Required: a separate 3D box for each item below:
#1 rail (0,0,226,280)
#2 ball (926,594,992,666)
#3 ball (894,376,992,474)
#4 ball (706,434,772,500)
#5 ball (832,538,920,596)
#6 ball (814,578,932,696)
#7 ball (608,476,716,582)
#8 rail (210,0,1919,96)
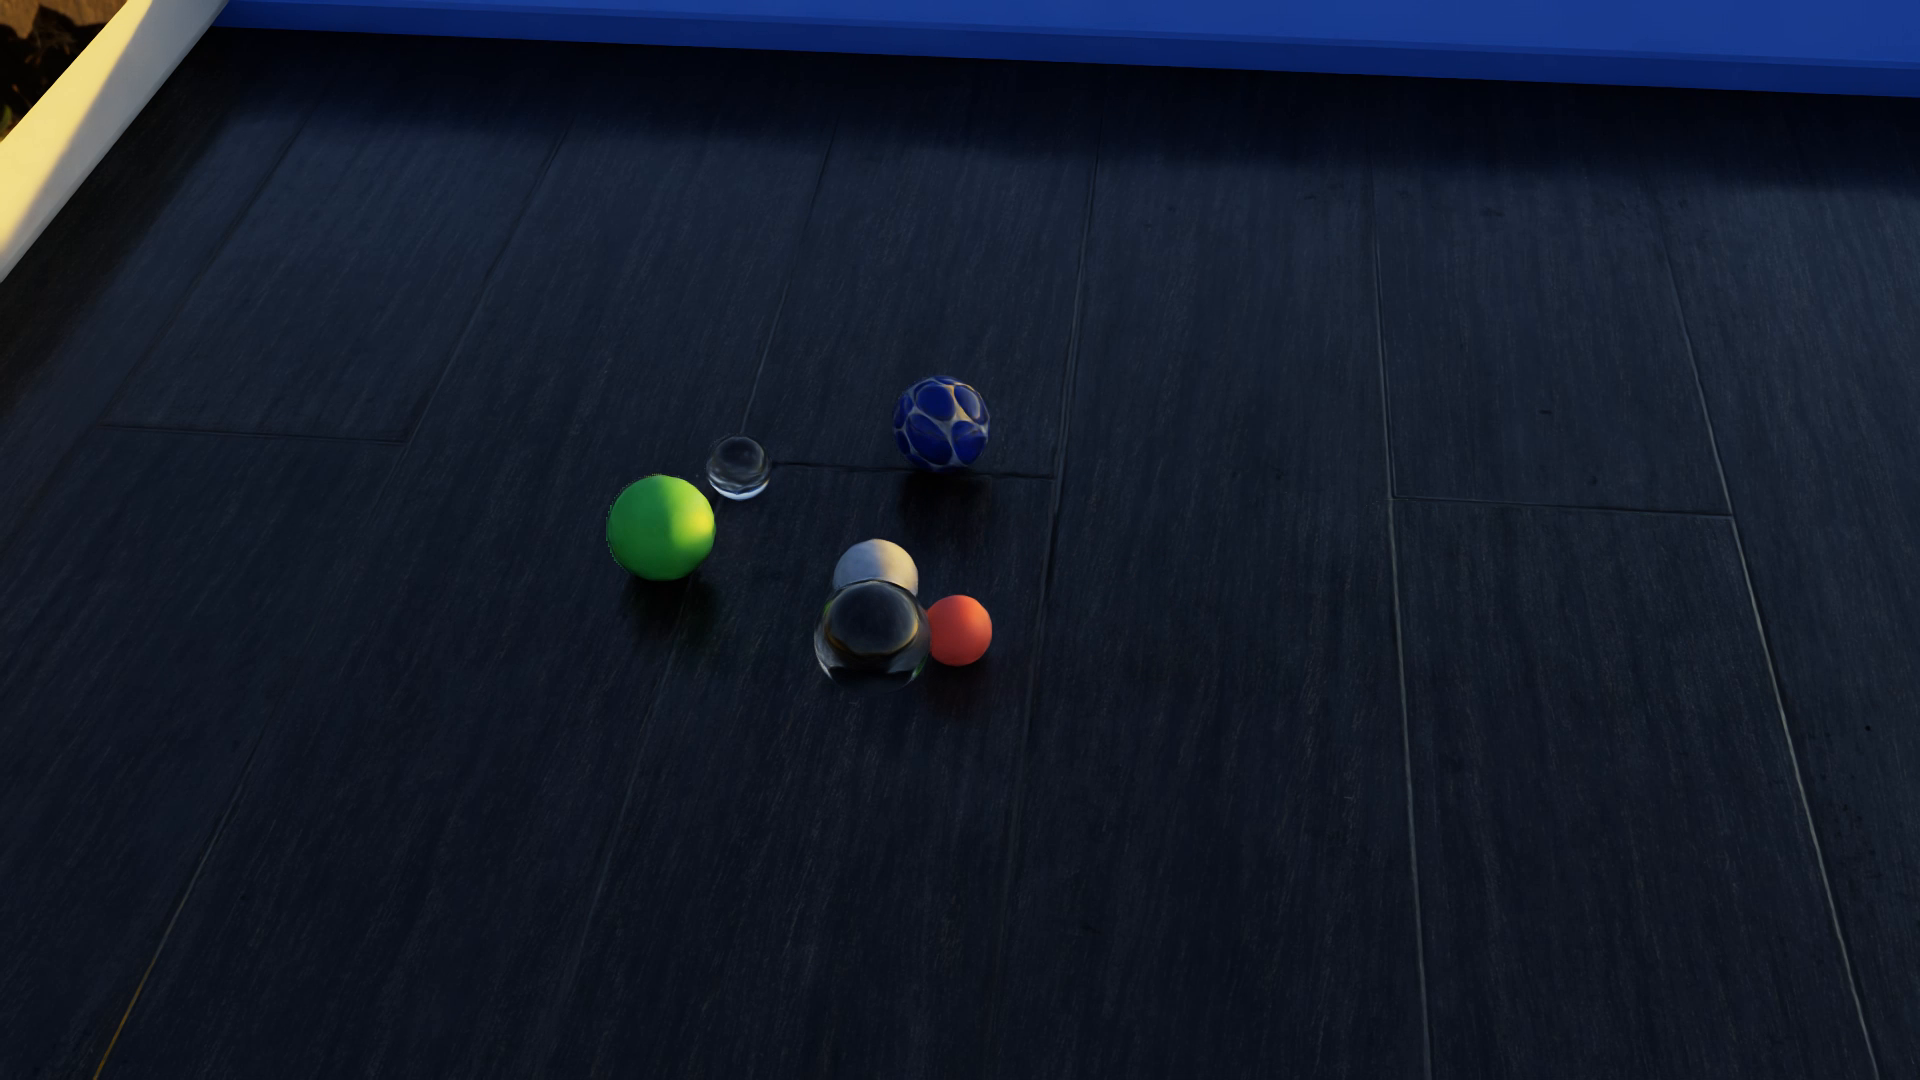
[{"bbox_3d":[-0.826,-0.064,1.869,0.045,0.102,1.742,3,35,5],"label":"rail"},{"bbox_3d":[-0.002,0.061,1.740,0.048,0.048,0.048,0,35,0],"label":"ball"},{"bbox_3d":[-0.013,-0.086,1.927,0.074,0.074,0.074,0,35,0],"label":"ball"},{"bbox_3d":[-0.164,-0.054,1.903,0.049,0.049,0.049,0,35,0],"label":"ball"},{"bbox_3d":[-0.058,0.029,1.776,0.060,0.060,0.060,0,35,0],"label":"ball"},{"bbox_3d":[-0.058,0.065,1.709,0.079,0.079,0.079,0,35,0],"label":"ball"},{"bbox_3d":[-0.211,-0.008,1.814,0.076,0.076,0.076,0,35,0],"label":"ball"},{"bbox_3d":[0.933,-0.456,2.423,3.414,0.102,0.045,3,35,5],"label":"rail"}]
